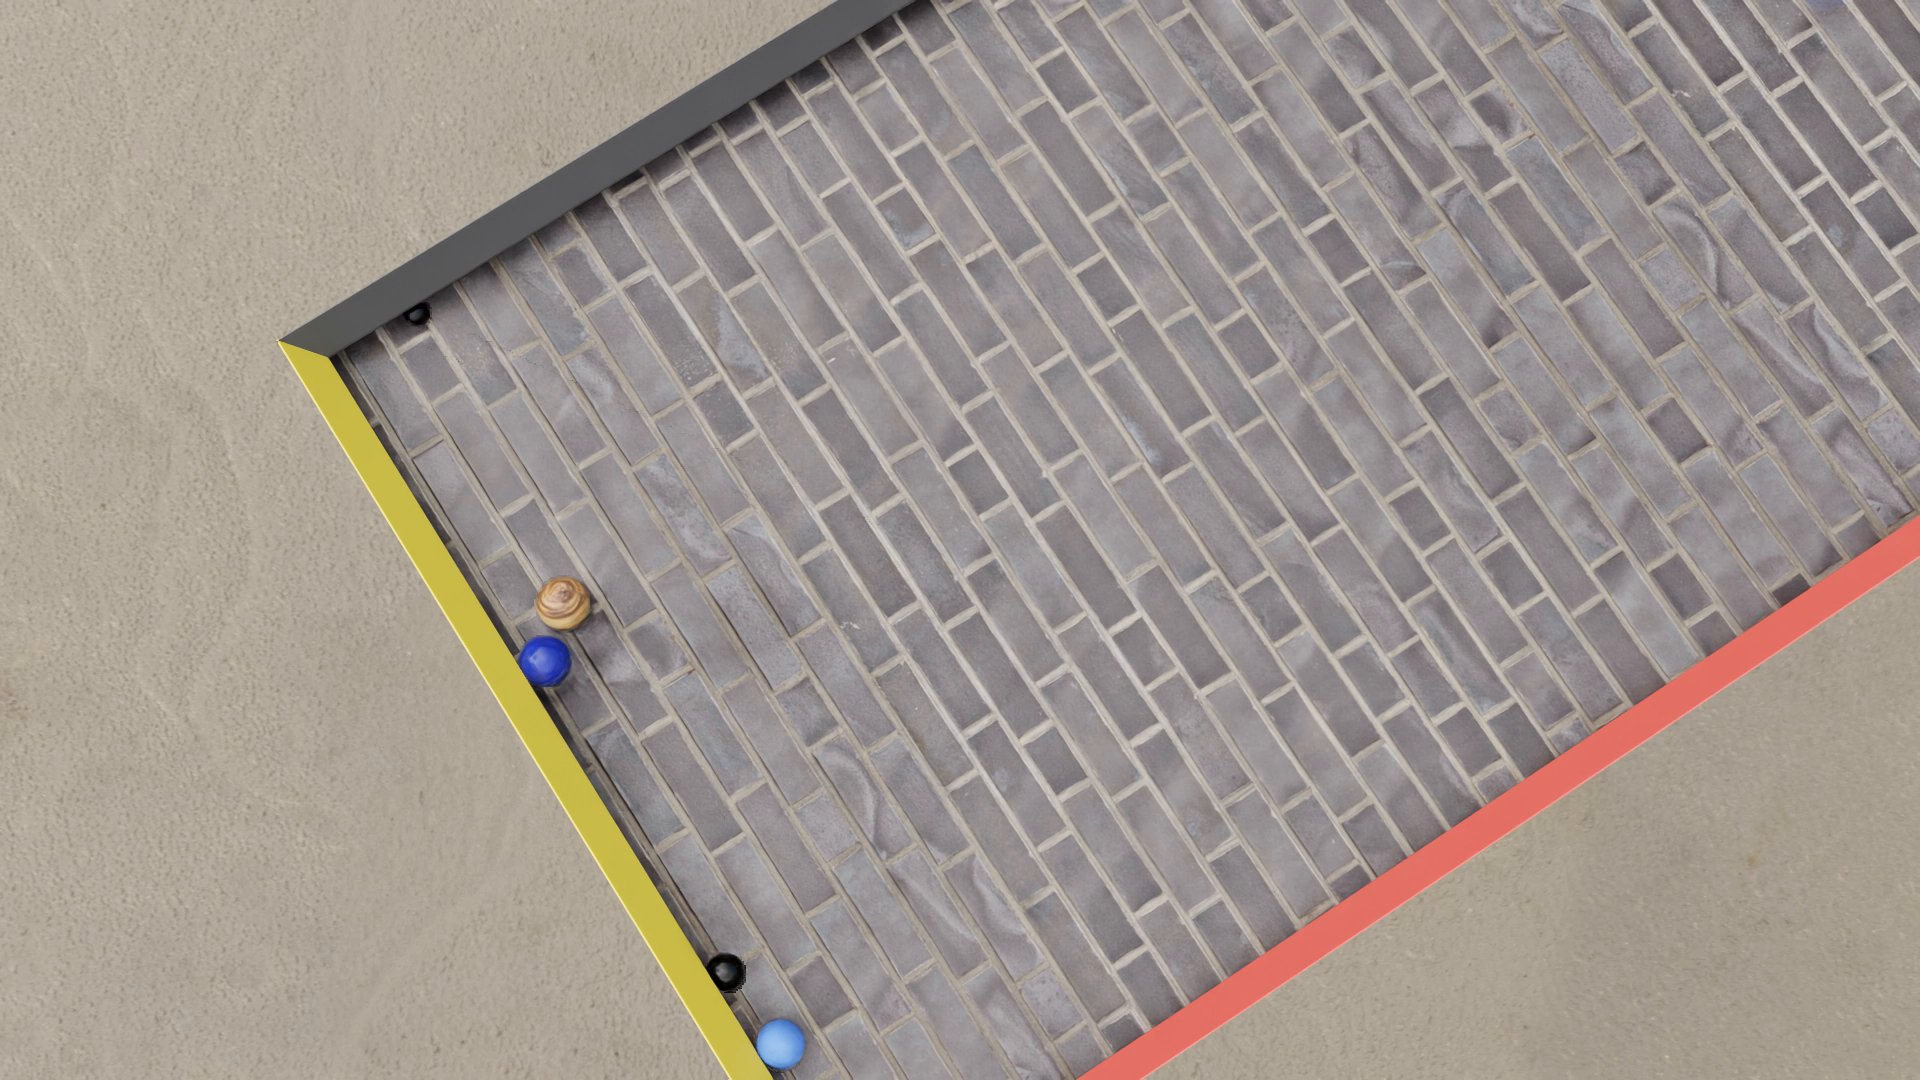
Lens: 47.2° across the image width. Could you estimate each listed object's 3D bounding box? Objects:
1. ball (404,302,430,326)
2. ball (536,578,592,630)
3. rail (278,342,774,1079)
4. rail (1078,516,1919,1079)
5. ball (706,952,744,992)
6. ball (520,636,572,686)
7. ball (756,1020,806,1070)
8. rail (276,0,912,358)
[{"bbox_3d":[-0.829,-0.345,3.354,0.040,0.040,0.040,0,80,0],"label":"ball"},{"bbox_3d":[-0.587,0.095,3.260,0.079,0.079,0.079,0,80,0],"label":"ball"},{"bbox_3d":[-0.563,0.356,3.202,0.045,0.103,1.587,-33,82,-5],"label":"rail"},{"bbox_3d":[1.001,0.261,3.218,2.778,0.103,0.045,-33,82,-5],"label":"rail"},{"bbox_3d":[-0.339,0.625,3.181,0.056,0.056,0.056,0,80,0],"label":"ball"},{"bbox_3d":[-0.612,0.179,3.247,0.075,0.075,0.075,0,80,0],"label":"ball"},{"bbox_3d":[-0.257,0.724,3.157,0.071,0.071,0.071,0,80,0],"label":"ball"},{"bbox_3d":[0.164,-1.013,3.436,2.778,0.103,0.045,-33,82,-5],"label":"rail"}]
